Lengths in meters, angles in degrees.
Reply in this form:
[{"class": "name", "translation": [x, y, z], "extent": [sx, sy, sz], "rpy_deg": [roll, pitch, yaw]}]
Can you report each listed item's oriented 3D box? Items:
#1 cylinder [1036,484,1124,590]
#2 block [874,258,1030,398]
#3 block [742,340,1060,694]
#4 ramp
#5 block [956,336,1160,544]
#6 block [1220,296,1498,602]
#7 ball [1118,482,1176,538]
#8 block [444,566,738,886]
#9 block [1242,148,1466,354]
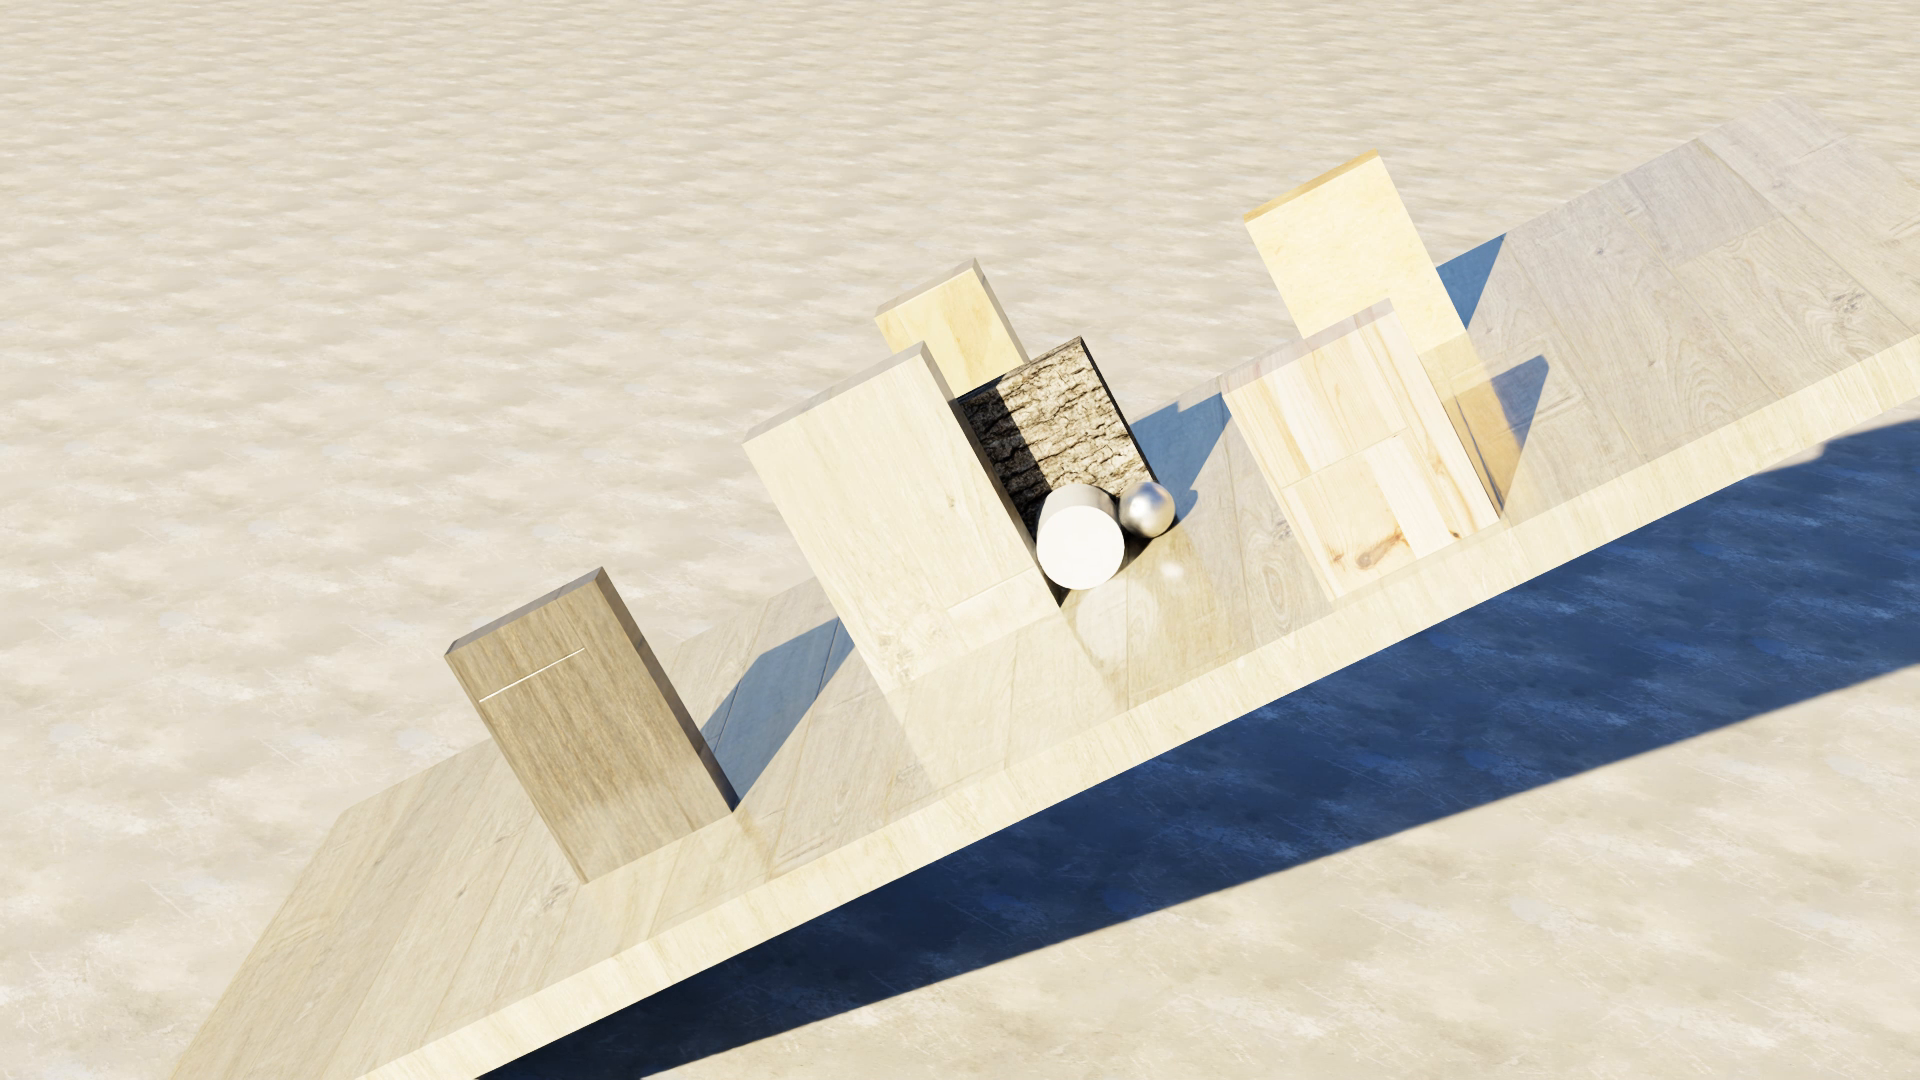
[{"class": "cylinder", "translation": [0.248, -0.009, 6.114], "extent": [0.179, 0.179, 0.179], "rpy_deg": [0, 16, 0]}, {"class": "block", "translation": [0.052, -0.342, 6.863], "extent": [0.256, 0.570, 0.123], "rpy_deg": [-26, 14, 11]}, {"class": "block", "translation": [-0.116, -0.044, 6.063], "extent": [0.412, 0.606, 0.122], "rpy_deg": [-26, 14, 11]}, {"class": "ramp", "translation": [0.141, 0.167, 6.281], "extent": [4.000, 0.100, 2.000], "rpy_deg": [-26, 14, 11]}, {"class": "block", "translation": [0.210, -0.168, 6.236], "extent": [0.324, 0.426, 0.084], "rpy_deg": [-26, 14, 11]}, {"class": "block", "translation": [0.709, -0.160, 5.227], "extent": [0.333, 0.426, 0.113], "rpy_deg": [-26, 14, 11]}, {"class": "ball", "translation": [0.390, -0.063, 6.152], "extent": [0.119, 0.119, 0.119], "rpy_deg": [0, 17, 0]}, {"class": "block", "translation": [-0.738, 0.376, 5.904], "extent": [0.349, 0.553, 0.092], "rpy_deg": [-26, 14, 11]}, {"class": "block", "translation": [0.860, -0.583, 6.416], "extent": [0.320, 0.434, 0.105], "rpy_deg": [-26, 14, 11]}]
